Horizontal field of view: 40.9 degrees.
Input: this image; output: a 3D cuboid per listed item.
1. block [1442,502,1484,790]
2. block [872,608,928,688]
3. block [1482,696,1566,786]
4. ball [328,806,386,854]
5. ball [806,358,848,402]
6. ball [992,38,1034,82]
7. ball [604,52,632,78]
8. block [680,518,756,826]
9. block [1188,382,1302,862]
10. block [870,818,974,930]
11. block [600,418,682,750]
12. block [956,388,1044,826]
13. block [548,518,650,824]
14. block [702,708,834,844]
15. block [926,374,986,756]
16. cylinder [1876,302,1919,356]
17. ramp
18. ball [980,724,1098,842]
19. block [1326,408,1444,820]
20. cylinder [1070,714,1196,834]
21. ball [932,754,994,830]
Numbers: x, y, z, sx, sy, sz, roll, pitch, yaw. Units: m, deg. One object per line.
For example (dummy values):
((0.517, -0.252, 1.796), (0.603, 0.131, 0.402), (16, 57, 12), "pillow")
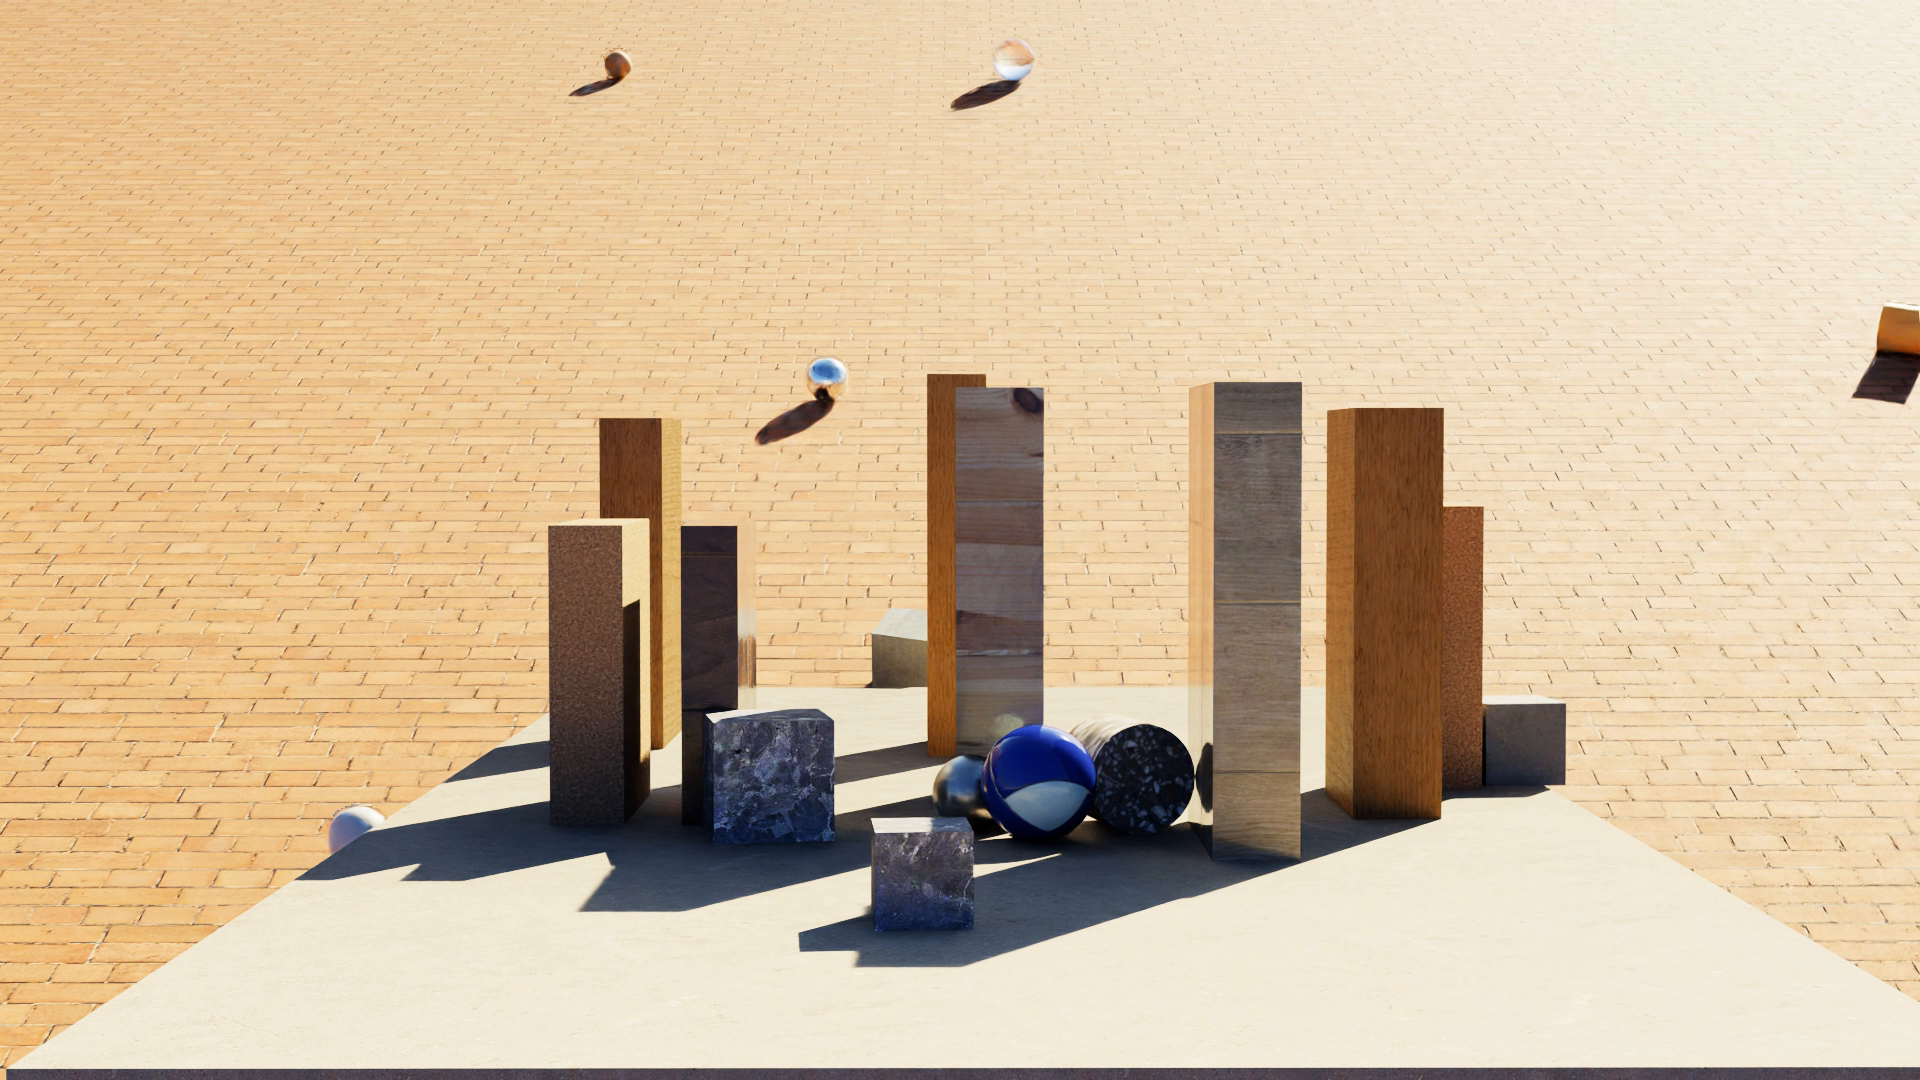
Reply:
((0.872, 0.188, 4.725), (0.116, 0.506, 0.288), (0, 2, 0), "block")
((-0.125, 0.295, 6.745), (0.166, 0.166, 0.166), (7, 25, 16), "block")
((1.012, 0.366, 4.718), (0.149, 0.149, 0.149), (0, 2, -6), "block")
((-1.377, 0.682, 5.903), (0.143, 0.143, 0.143), (0, 24, 0), "ball")
((-0.446, -0.539, 8.645), (0.146, 0.146, 0.146), (0, 24, 0), "ball")
((0.264, -2.362, 12.671), (0.206, 0.206, 0.206), (0, 24, 0), "ball")
((-1.689, -2.347, 12.727), (0.134, 0.134, 0.134), (0, 24, 0), "ball")
((-0.404, 0.212, 4.348), (0.092, 0.486, 0.381), (0, 2, 0), "block")
((0.438, 0.114, 3.999), (0.130, 0.708, 0.408), (0, 2, 0), "block")
((-0.050, 0.430, 3.327), (0.125, 0.125, 0.125), (0, 2, -4), "block")
((-0.664, 0.082, 5.387), (0.126, 0.670, 0.369), (0, 2, 0), "block")
((0.064, 0.100, 4.372), (0.142, 0.708, 0.429), (0, 2, 0), "block")
((-0.605, 0.212, 4.347), (0.120, 0.486, 0.363), (0, 2, 0), "block")
((-0.305, 0.371, 4.078), (0.188, 0.188, 0.188), (0, 2, -11), "block")
((-0.007, 0.045, 5.215), (0.117, 0.755, 0.276), (0, 2, 0), "block")
((3.328, -0.739, 9.059), (0.171, 0.171, 0.171), (12, 27, 25), "cylinder")
((0.055, 0.498, 4.545), (2.000, 0.100, 4.000), (0, 2, 0), "ramp")
((0.122, 0.377, 4.001), (0.181, 0.181, 0.181), (0, 24, 0), "ball")
((0.718, 0.115, 4.379), (0.146, 0.676, 0.317), (0, 2, 0), "block")
((0.265, 0.375, 4.146), (0.175, 0.175, 0.175), (-7, 4, -15), "cylinder")
((0.017, 0.403, 4.107), (0.122, 0.122, 0.122), (0, 24, 0), "ball")
